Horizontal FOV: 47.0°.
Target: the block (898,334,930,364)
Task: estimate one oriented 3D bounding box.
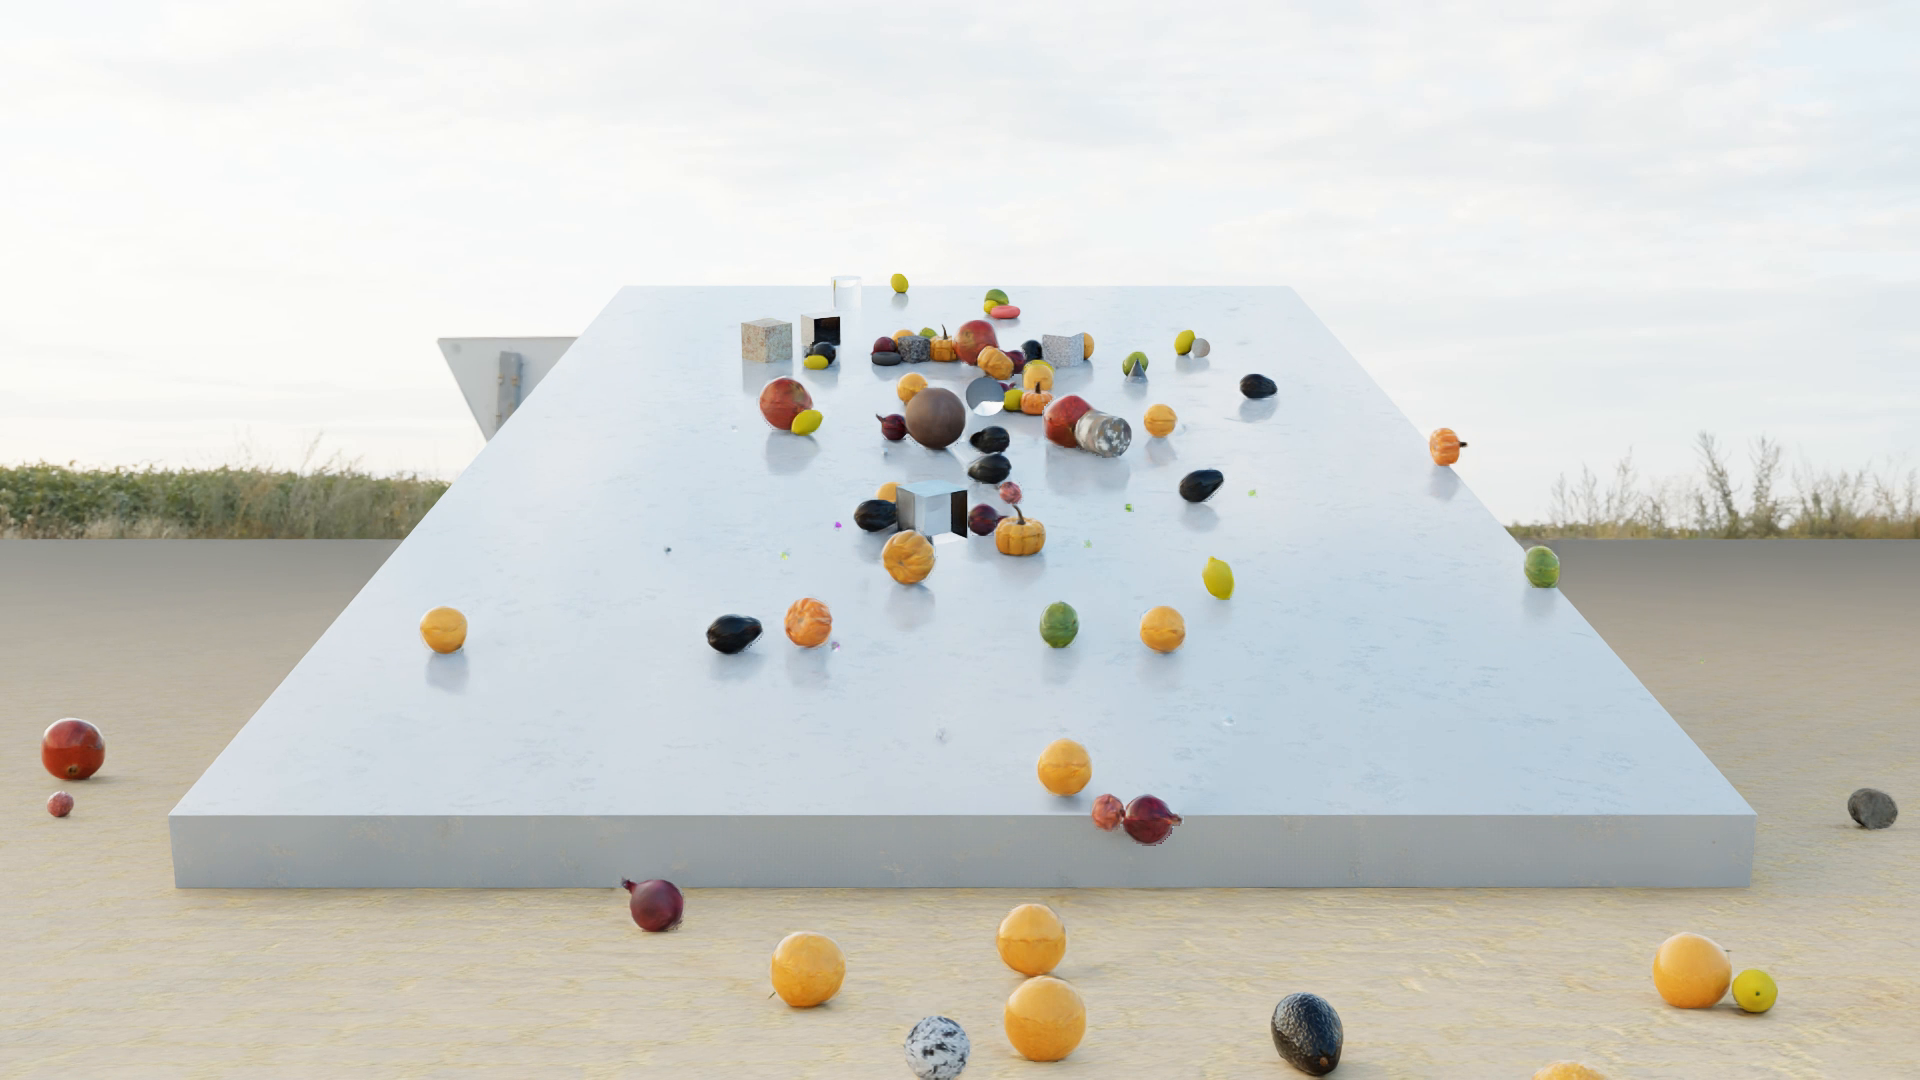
[{"bbox_3d":[-0.115,-0.477,5.526,0.058,0.058,0.058,-11,20,-35],"label":"block"}]

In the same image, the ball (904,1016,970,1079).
[{"bbox_3d":[-0.019,0.418,1.813,0.054,0.054,0.054,0,0,0],"label":"ball"}]

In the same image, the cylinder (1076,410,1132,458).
[{"bbox_3d":[0.298,-0.222,4.594,0.085,0.085,0.085,0,14,-32],"label":"cylinder"}]

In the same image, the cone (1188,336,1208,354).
[{"bbox_3d":[0.604,-0.482,5.608,0.051,0.051,0.051,0,-27,1],"label":"cone"}]

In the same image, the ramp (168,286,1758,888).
[{"bbox_3d":[-0.002,-0.161,4.714,2.000,0.100,4.000,0,16,0],"label":"ramp"}]

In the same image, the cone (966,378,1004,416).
[{"bbox_3d":[0.049,-0.313,4.991,0.089,0.089,0.089,0,-11,-9],"label":"cone"}]

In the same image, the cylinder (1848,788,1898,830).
[{"bbox_3d":[1.397,0.412,3.383,0.057,0.057,0.057,0,0,5],"label":"cylinder"}]

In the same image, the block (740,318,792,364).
[{"bbox_3d":[-0.485,-0.501,5.548,0.091,0.091,0.091,15,22,42],"label":"block"}]

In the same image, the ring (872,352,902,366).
[{"bbox_3d":[-0.184,-0.451,5.495,0.075,0.025,0.075,1,16,0],"label":"ring"}]

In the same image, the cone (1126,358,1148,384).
[{"bbox_3d":[0.425,-0.409,5.294,0.057,0.057,0.057,0,16,0],"label":"cone"}]

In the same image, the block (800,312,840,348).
[{"bbox_3d":[-0.361,-0.545,5.727,0.077,0.077,0.077,-9,18,-29],"label":"block"}]

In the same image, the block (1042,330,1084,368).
[{"bbox_3d":[0.256,-0.476,5.490,0.077,0.077,0.077,9,18,27],"label":"block"}]

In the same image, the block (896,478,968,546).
[{"bbox_3d":[-0.051,-0.050,3.982,0.092,0.092,0.092,-10,19,-32],"label":"block"}]

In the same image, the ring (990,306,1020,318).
[{"bbox_3d":[0.126,-0.631,6.115,0.083,0.028,0.083,-1,16,0],"label":"ring"}]

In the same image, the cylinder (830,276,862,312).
[{"bbox_3d":[-0.321,-0.696,6.231,0.088,0.088,0.088,0,16,0],"label":"cylinder"}]
